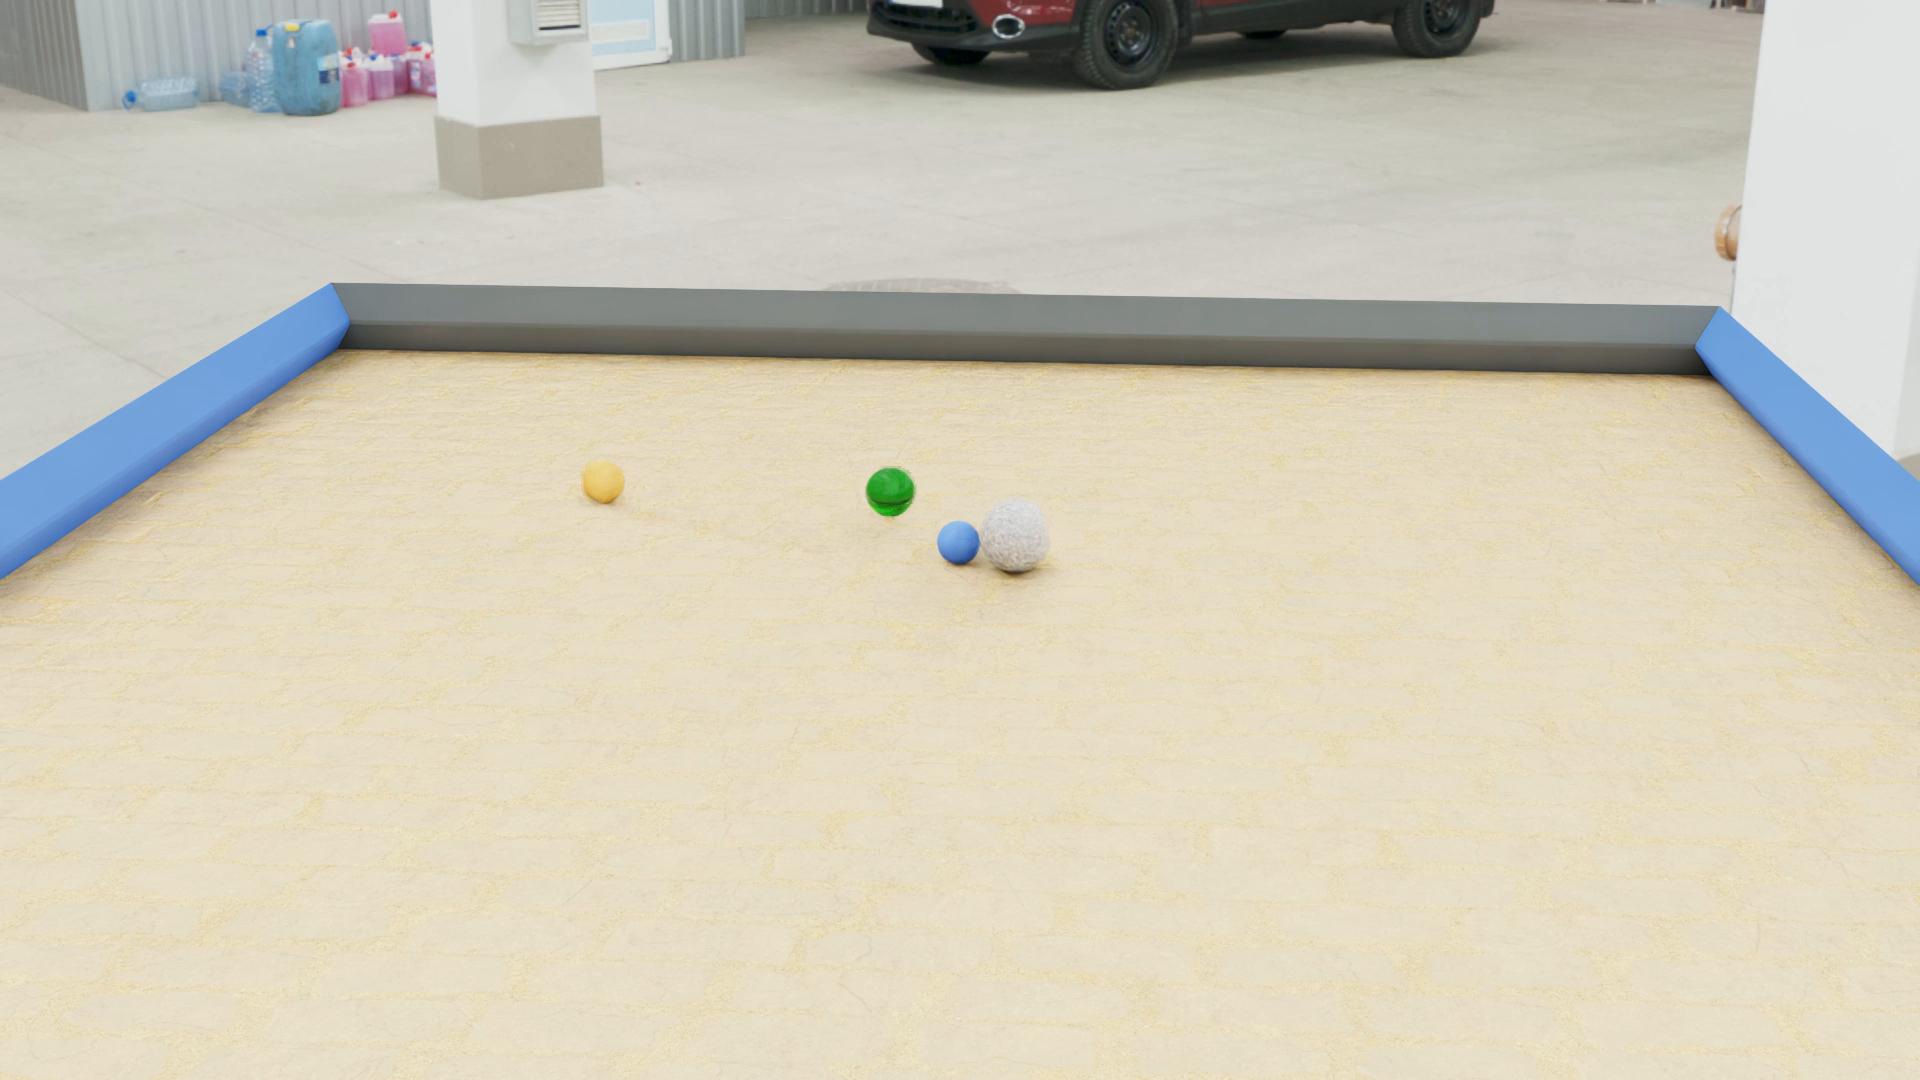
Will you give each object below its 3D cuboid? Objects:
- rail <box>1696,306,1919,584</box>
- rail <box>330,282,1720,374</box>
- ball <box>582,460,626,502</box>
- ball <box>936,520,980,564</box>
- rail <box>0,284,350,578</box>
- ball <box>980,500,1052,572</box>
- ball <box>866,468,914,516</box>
[{"bbox_3d":[1.051,0.339,1.626,0.045,0.115,4.173,1,19,4],"label":"rail"},{"bbox_3d":[0.080,-0.348,3.659,2.320,0.115,0.045,1,19,4],"label":"rail"},{"bbox_3d":[-0.479,-0.079,2.956,0.057,0.057,0.057,0,19,0],"label":"ball"},{"bbox_3d":[-0.002,0.003,2.719,0.054,0.054,0.054,0,19,0],"label":"ball"},{"bbox_3d":[-1.215,0.282,1.795,0.045,0.115,4.173,1,19,4],"label":"rail"},{"bbox_3d":[0.069,-0.004,2.687,0.088,0.088,0.088,0,19,0],"label":"ball"},{"bbox_3d":[-0.092,-0.063,2.897,0.065,0.065,0.065,0,19,0],"label":"ball"}]
